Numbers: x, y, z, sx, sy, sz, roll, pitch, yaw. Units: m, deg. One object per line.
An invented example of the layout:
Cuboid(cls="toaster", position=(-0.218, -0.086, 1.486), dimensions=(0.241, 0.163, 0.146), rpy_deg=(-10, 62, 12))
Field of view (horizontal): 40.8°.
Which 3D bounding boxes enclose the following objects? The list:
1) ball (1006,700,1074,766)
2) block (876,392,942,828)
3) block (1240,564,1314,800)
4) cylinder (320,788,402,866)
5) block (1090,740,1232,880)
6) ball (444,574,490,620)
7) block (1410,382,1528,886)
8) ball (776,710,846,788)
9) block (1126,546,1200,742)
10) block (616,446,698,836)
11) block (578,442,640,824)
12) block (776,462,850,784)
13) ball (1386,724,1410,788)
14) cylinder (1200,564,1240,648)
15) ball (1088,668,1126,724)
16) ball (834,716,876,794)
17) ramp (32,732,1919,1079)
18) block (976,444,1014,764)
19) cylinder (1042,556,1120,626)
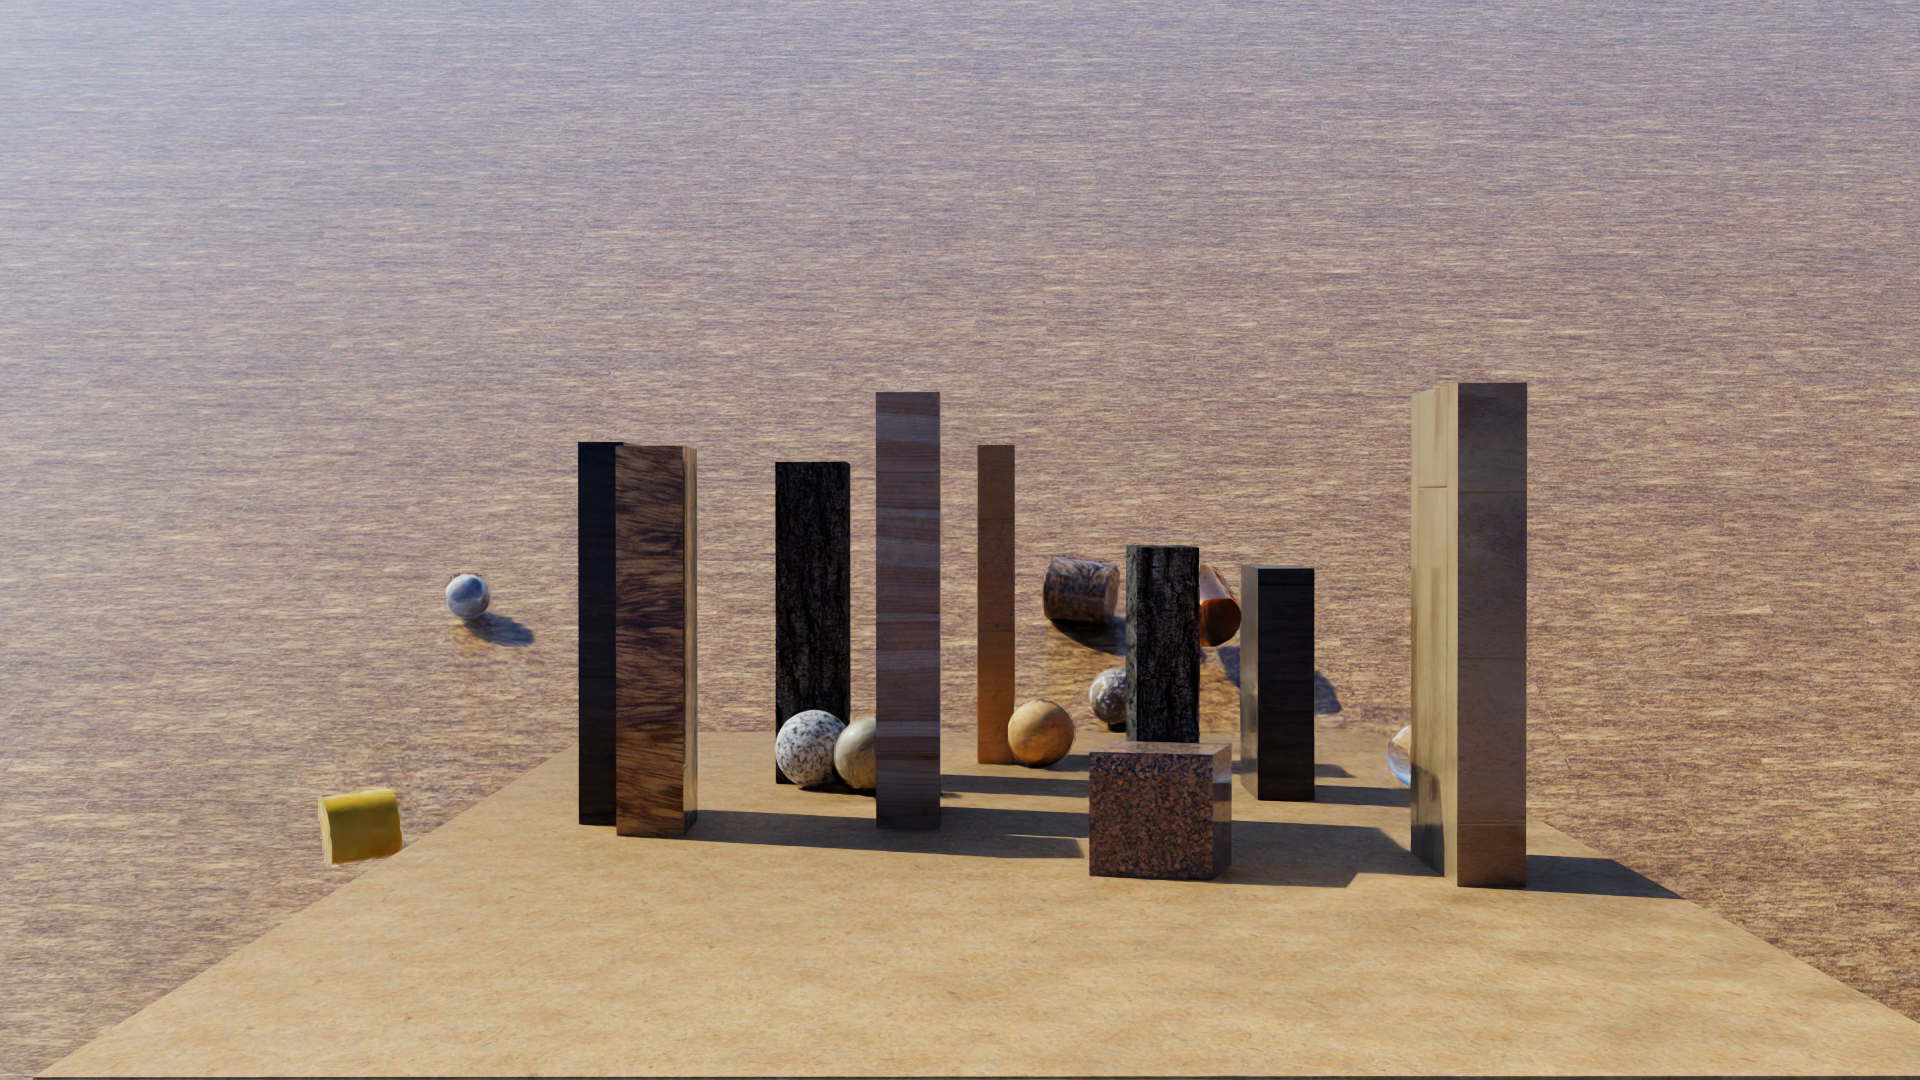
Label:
Cuboid(cls="ball", position=(0.179, 0.428, 5.740), dimensions=(0.149, 0.149, 0.149), rpy_deg=(0, 28, 0))
Cuboid(cls="block", position=(-0.094, 0.123, 4.799), dimensions=(0.115, 0.781, 0.330), rpy_deg=(0, 1, 0))
Cuboid(cls="block", position=(0.639, 0.281, 5.211), dimensions=(0.111, 0.455, 0.302), rpy_deg=(0, 1, 0))
Cuboid(cls="cylinder", position=(-1.278, 0.610, 5.509), dimensions=(0.146, 0.146, 0.146), rpy_deg=(-7, 28, -21))
Cuboid(cls="block", position=(0.319, 0.426, 4.092), dimensions=(0.194, 0.194, 0.194), rpy_deg=(0, 1, 14))
Cuboid(cls="ball", position=(-1.388, 0.160, 7.285), dimensions=(0.128, 0.128, 0.128), rpy_deg=(0, 28, 0))
Cuboid(cls="block", position=(0.804, 0.141, 4.102), dimensions=(0.105, 0.762, 0.399), rpy_deg=(0, 1, 0))
Cuboid(cls="ball", position=(-0.299, 0.428, 5.292), dimensions=(0.160, 0.160, 0.160), rpy_deg=(0, 28, 0))
Cuboid(cls="block", position=(0.338, 0.265, 4.329), dimensions=(0.101, 0.509, 0.260), rpy_deg=(0, 1, 0))
Cuboid(cls="block", position=(-0.542, 0.175, 4.634), dimensions=(0.117, 0.682, 0.247), rpy_deg=(0, 1, 0))
Cuboid(cls="block", position=(-0.650, 0.167, 4.819), dimensions=(0.082, 0.694, 0.287), rpy_deg=(0, 1, 0))
Cuboid(cls="block", position=(-0.311, 0.171, 5.508), dimensions=(0.144, 0.670, 0.279), rpy_deg=(0, 1, 0))
Cuboid(cls="ball", position=(0.938, 0.441, 5.271), dimensions=(0.134, 0.134, 0.134), rpy_deg=(0, 28, 0))
Cuboid(cls="cylinder", position=(0.667, 0.180, 7.089), dimensions=(0.165, 0.165, 0.165), rpy_deg=(-7, 35, -14))
Cuboid(cls="ball", position=(0.413, 0.411, 6.788), dimensions=(0.150, 0.150, 0.150), rpy_deg=(0, 28, 0))
Cuboid(cls="ball", position=(-0.177, 0.432, 5.193), dimensions=(0.154, 0.154, 0.154), rpy_deg=(0, 28, 0))
Cuboid(cls="ramp", position=(0.063, 0.566, 4.606), dimensions=(2.000, 0.100, 4.000), rpy_deg=(0, 1, 0))
Cuboid(cls="block", position=(0.081, 0.143, 5.926), dimensions=(0.083, 0.715, 0.280), rpy_deg=(0, 1, 0))
Cuboid(cls="cylinder", position=(0.341, 0.144, 7.262), dimensions=(0.176, 0.176, 0.176), rpy_deg=(8, 29, 15))
